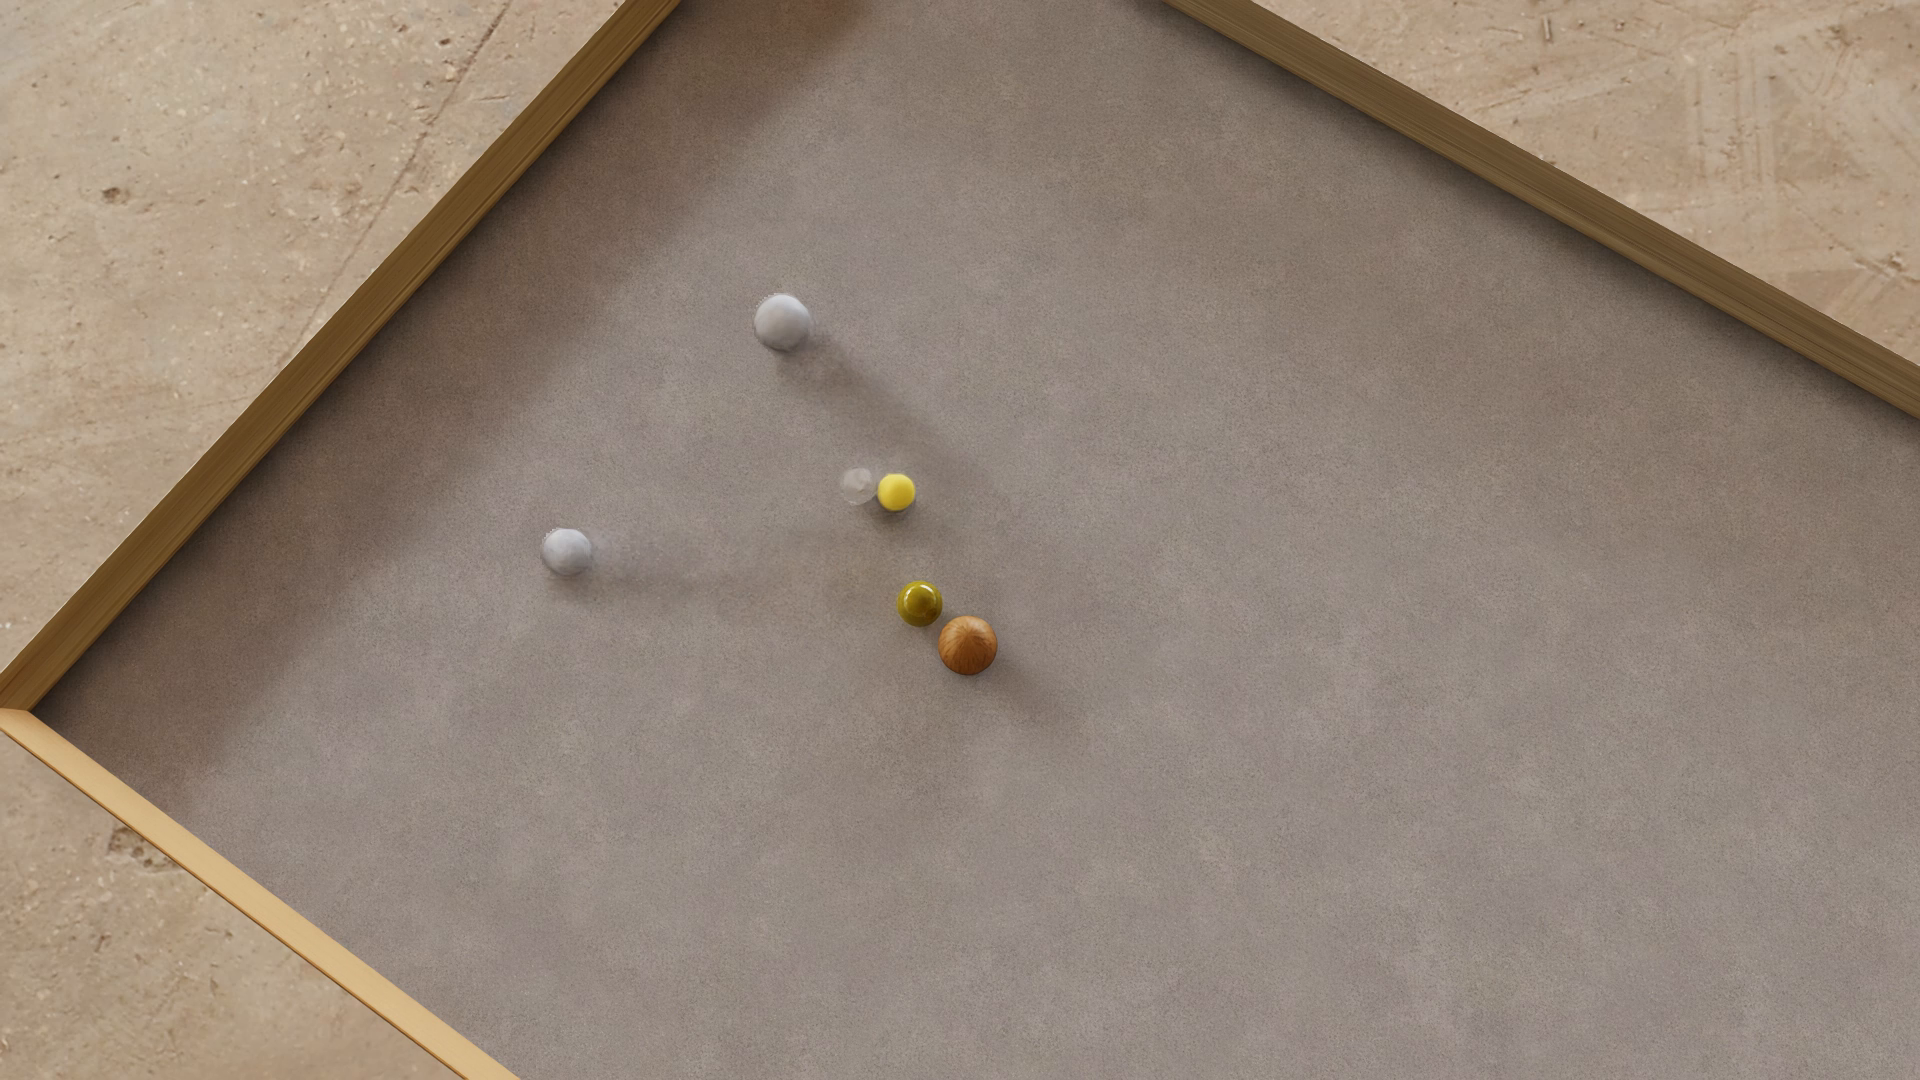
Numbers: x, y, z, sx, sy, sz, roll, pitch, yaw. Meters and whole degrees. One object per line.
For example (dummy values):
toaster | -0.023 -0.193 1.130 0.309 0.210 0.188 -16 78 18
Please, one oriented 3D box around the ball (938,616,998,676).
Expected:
ball | 0.012 0.165 3.450 0.094 0.094 0.094 0 66 0

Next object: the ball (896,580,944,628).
ball | -0.064 0.101 3.489 0.074 0.074 0.074 0 66 0

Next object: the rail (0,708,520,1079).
rail | 0.243 1.358 2.906 4.214 0.122 0.045 32 70 13

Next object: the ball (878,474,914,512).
ball | -0.104 -0.077 3.575 0.061 0.061 0.061 0 66 0

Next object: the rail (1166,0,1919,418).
rail | 1.486 -0.277 3.629 4.214 0.122 0.045 32 70 13

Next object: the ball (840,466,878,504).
ball | -0.164 -0.089 3.581 0.060 0.060 0.060 0 66 0

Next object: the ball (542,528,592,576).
ball | -0.630 0.019 3.524 0.077 0.077 0.077 0 66 0

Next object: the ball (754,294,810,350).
ball | -0.298 -0.364 3.684 0.093 0.093 0.093 0 66 0

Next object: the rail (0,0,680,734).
rail | -0.845 -0.548 3.749 0.045 0.122 2.225 32 70 13
